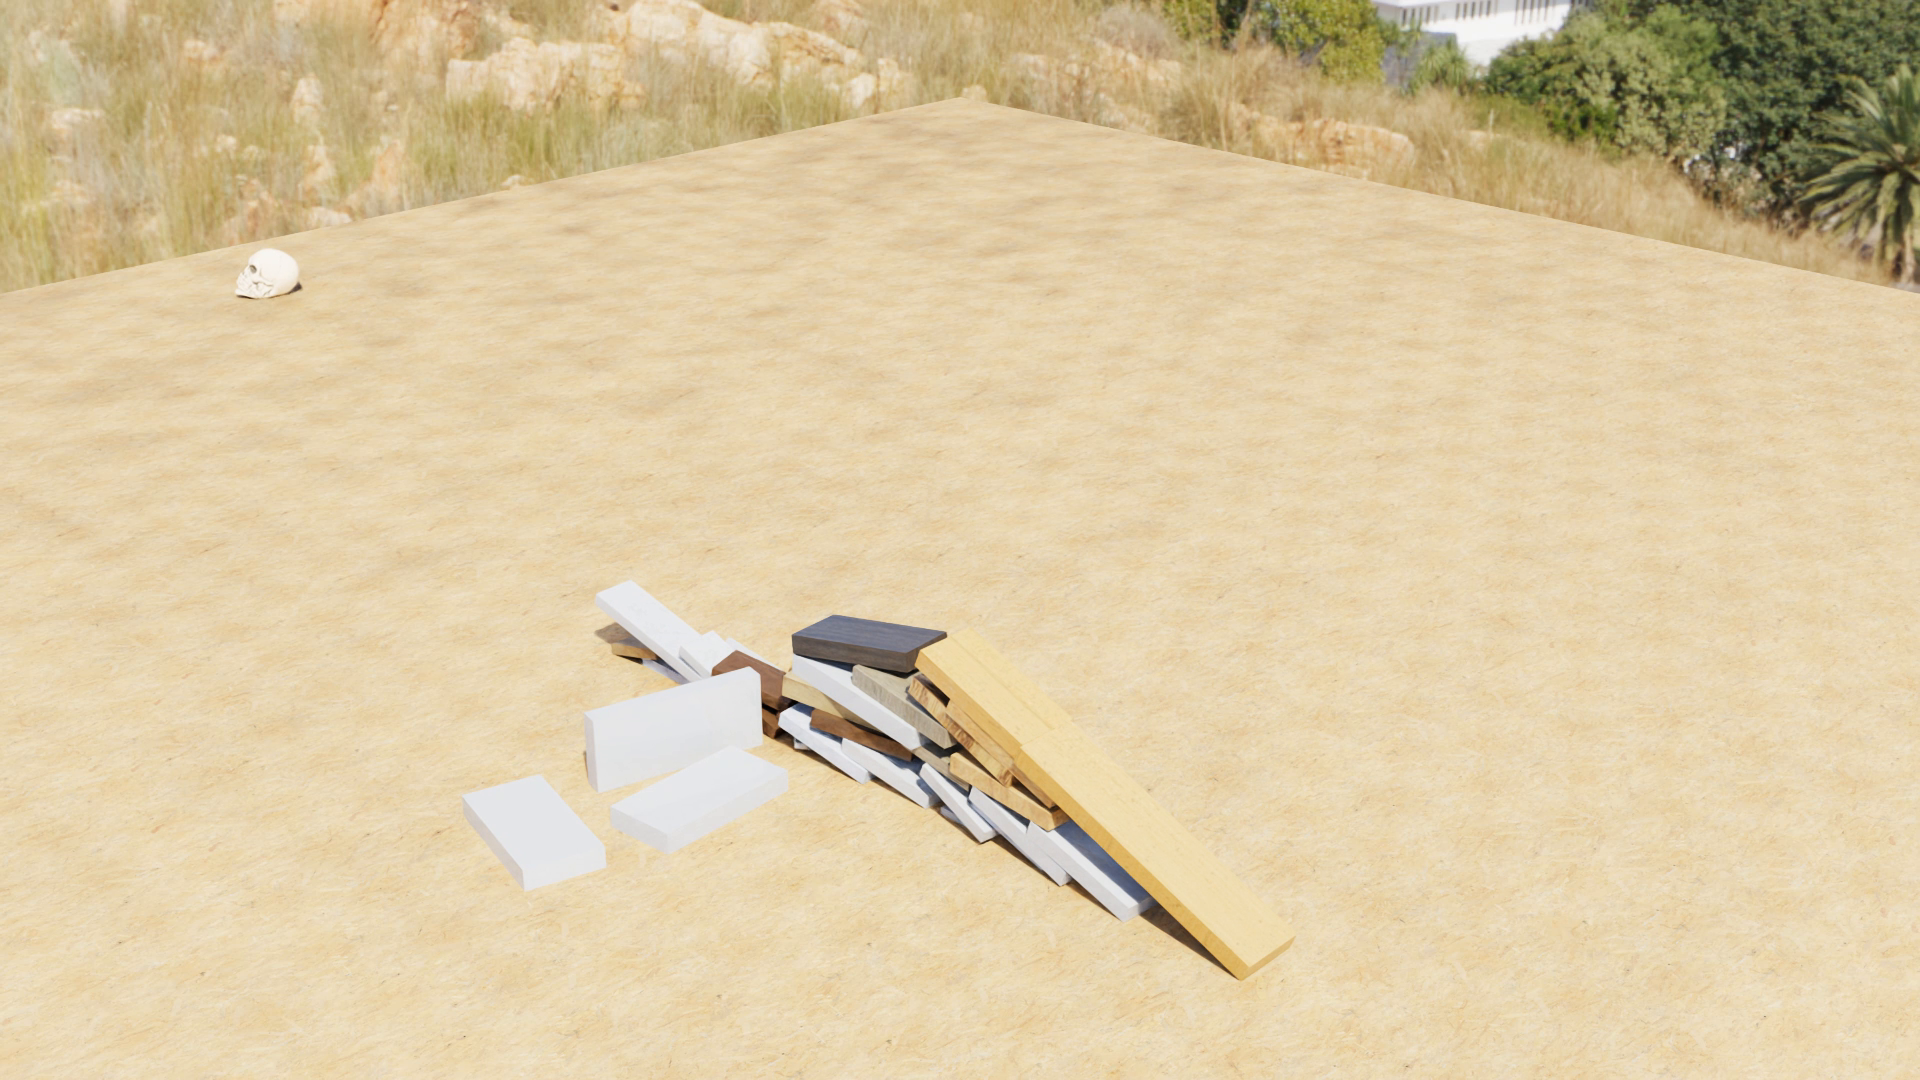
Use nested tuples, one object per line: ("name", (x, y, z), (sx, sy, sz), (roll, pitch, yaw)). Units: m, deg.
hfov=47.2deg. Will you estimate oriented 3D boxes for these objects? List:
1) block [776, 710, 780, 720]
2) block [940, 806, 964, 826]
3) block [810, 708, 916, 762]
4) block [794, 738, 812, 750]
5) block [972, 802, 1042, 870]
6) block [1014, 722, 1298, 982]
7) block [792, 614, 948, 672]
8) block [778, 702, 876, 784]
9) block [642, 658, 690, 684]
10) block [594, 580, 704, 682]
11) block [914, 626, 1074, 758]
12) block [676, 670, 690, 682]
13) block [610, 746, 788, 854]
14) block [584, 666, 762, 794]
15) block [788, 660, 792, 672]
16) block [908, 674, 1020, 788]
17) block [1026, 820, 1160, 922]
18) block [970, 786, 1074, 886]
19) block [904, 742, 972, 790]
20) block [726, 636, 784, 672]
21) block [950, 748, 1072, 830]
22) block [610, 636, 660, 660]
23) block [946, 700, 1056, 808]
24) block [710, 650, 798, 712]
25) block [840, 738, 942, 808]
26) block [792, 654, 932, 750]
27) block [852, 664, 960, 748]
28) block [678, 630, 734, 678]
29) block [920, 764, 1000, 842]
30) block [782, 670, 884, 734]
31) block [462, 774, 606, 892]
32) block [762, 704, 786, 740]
("block", (-0.337, 0.398, 4.754), (0.113, 0.016, 0.057), (37, 39, 25))
("block", (0.018, 0.555, 4.433), (0.054, 0.015, 0.108), (-21, 31, -40))
("block", (-0.178, 0.386, 4.595), (0.239, 0.034, 0.120), (18, 29, 22))
("block", (-0.329, 0.405, 4.719), (0.057, 0.016, 0.113), (8, 36, -15))
("block", (0.128, 0.558, 4.327), (0.101, 0.029, 0.202), (-22, 50, -41))
("block", (0.356, 0.567, 4.073), (0.146, 0.041, 0.598), (-23, 55, -42))
("block", (-0.188, 0.213, 4.574), (0.294, 0.042, 0.147), (7, 19, 34))
("block", (-0.254, 0.418, 4.649), (0.239, 0.034, 0.120), (32, 36, 25))
("block", (-0.640, 0.290, 5.046), (0.088, 0.025, 0.175), (-21, 31, -40))
("block", (-0.650, 0.228, 4.996), (0.432, 0.030, 0.104), (35, 39, 29))
("block", (0.065, 0.296, 4.273), (0.146, 0.041, 0.292), (-23, 54, -42))
("block", (-0.579, 0.295, 4.972), (0.175, 0.025, 0.088), (36, 40, 30))
("block", (-0.526, 0.524, 4.465), (0.167, 0.047, 0.335), (18, 29, 37))
("block", (-0.597, 0.396, 4.612), (0.385, 0.167, 0.047), (-14, 27, -31))
("block", (-0.289, 0.304, 4.873), (0.104, 0.030, 0.209), (10, -6, 23))
("block", (0.051, 0.354, 4.332), (0.147, 0.042, 0.294), (-21, 53, -41))
("block", (0.268, 0.606, 4.185), (0.134, 0.038, 0.268), (-20, 47, -40))
("block", (0.157, 0.552, 4.290), (0.134, 0.038, 0.268), (-20, 49, -40))
("block", (-0.012, 0.432, 4.425), (0.101, 0.029, 0.202), (-18, 34, -39))
("block", (-0.441, 0.289, 4.958), (0.209, 0.104, 0.030), (27, 79, 47))
("block", (0.123, 0.470, 4.293), (0.134, 0.038, 0.268), (-21, 36, -41))
("block", (-0.722, 0.246, 5.094), (0.088, 0.025, 0.175), (-21, 16, -40))
("block", (0.125, 0.385, 4.258), (0.146, 0.041, 0.292), (-23, 54, -42))
("block", (-0.433, 0.308, 4.789), (0.195, 0.028, 0.098), (23, 31, 18))
("block", (-0.118, 0.462, 4.560), (0.239, 0.034, 0.120), (31, 35, 29))
("block", (-0.164, 0.309, 4.557), (0.165, 0.047, 0.373), (-19, 35, -40))
("block", (-0.069, 0.318, 4.458), (0.147, 0.042, 0.294), (-17, 34, -38))
("block", (-0.525, 0.287, 4.892), (0.195, 0.028, 0.098), (40, 42, 23))
("block", (0.021, 0.511, 4.396), (0.101, 0.029, 0.202), (-17, 50, -38))
("block", (-0.190, 0.325, 4.625), (0.329, 0.047, 0.165), (18, 29, 23))
("block", (-0.845, 0.575, 4.346), (0.167, 0.047, 0.335), (-14, 26, -29))
("block", (-0.437, 0.348, 4.810), (0.195, 0.028, 0.098), (40, 40, 23))
